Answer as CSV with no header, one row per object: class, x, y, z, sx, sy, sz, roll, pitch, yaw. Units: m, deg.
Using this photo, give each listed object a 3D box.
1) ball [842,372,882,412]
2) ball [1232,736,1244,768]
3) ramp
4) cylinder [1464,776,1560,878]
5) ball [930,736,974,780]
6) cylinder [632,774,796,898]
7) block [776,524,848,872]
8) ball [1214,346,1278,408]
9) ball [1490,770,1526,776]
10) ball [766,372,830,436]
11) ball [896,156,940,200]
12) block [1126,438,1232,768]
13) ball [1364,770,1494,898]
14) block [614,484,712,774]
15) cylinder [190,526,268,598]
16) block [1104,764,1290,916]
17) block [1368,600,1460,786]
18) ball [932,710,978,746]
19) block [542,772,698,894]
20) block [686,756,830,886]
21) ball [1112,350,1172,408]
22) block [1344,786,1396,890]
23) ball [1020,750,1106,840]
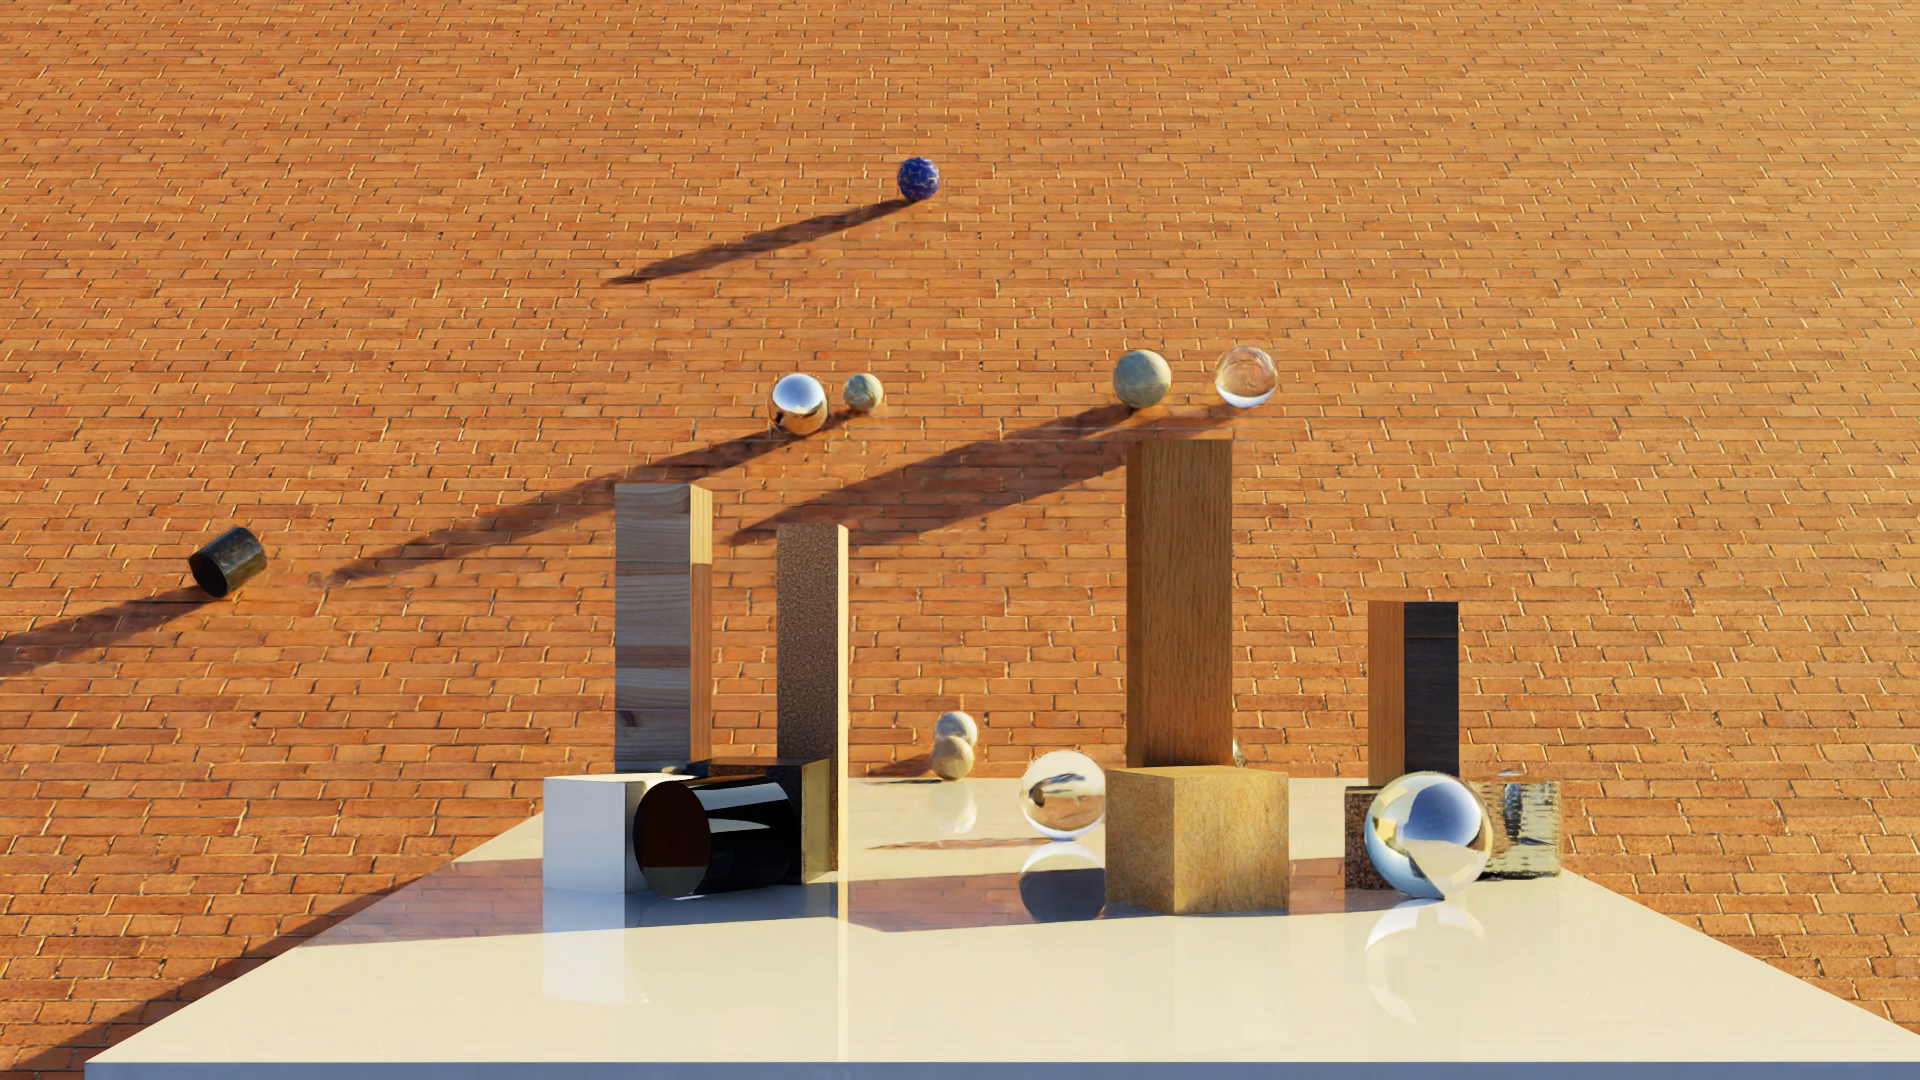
ball,-0.318,-0.483,8.495,0.131,0.131,0.131,0,33,0
ball,0.565,0.515,6.010,0.185,0.185,0.185,0,33,0
ramp,0.073,0.636,4.743,2.000,0.100,4.000,0,-1,0
cylinder,0.964,0.500,4.527,0.164,0.164,0.164,0,-1,0
ball,-0.021,0.561,6.665,0.114,0.114,0.114,0,33,0
cylinder,-0.401,0.483,4.246,0.190,0.190,0.190,30,19,38
block,-0.269,0.281,4.757,0.109,0.611,0.372,0,-1,0
ball,0.939,-0.534,8.504,0.207,0.207,0.207,0,33,0
ball,1.101,0.531,5.201,0.137,0.137,0.137,0,33,0
ball,-0.521,-0.437,8.357,0.202,0.202,0.202,0,33,0
ball,-0.157,-1.372,9.846,0.167,0.167,0.167,0,33,0
block,0.372,0.209,4.444,0.147,0.743,0.403,0,-1,0
ball,0.753,0.473,4.169,0.206,0.206,0.206,0,33,0
block,-0.531,0.246,4.677,0.131,0.679,0.391,0,-1,0
cylinder,-2.146,0.066,7.607,0.155,0.155,0.155,20,41,28
block,0.373,0.470,4.097,0.210,0.210,0.210,0,-1,-27
block,0.807,0.346,4.632,0.093,0.475,0.393,0,-1,0
ball,-0.013,0.517,6.946,0.119,0.119,0.119,0,33,0
block,-0.569,0.488,4.350,0.182,0.182,0.182,-1,-1,35
block,-0.346,0.481,4.470,0.201,0.201,0.201,0,-1,11
ball,0.596,-0.527,8.505,0.194,0.194,0.194,0,33,0
block,0.728,0.500,4.358,0.159,0.159,0.159,0,-1,9
ball,0.206,0.504,5.131,0.177,0.177,0.177,0,33,0
